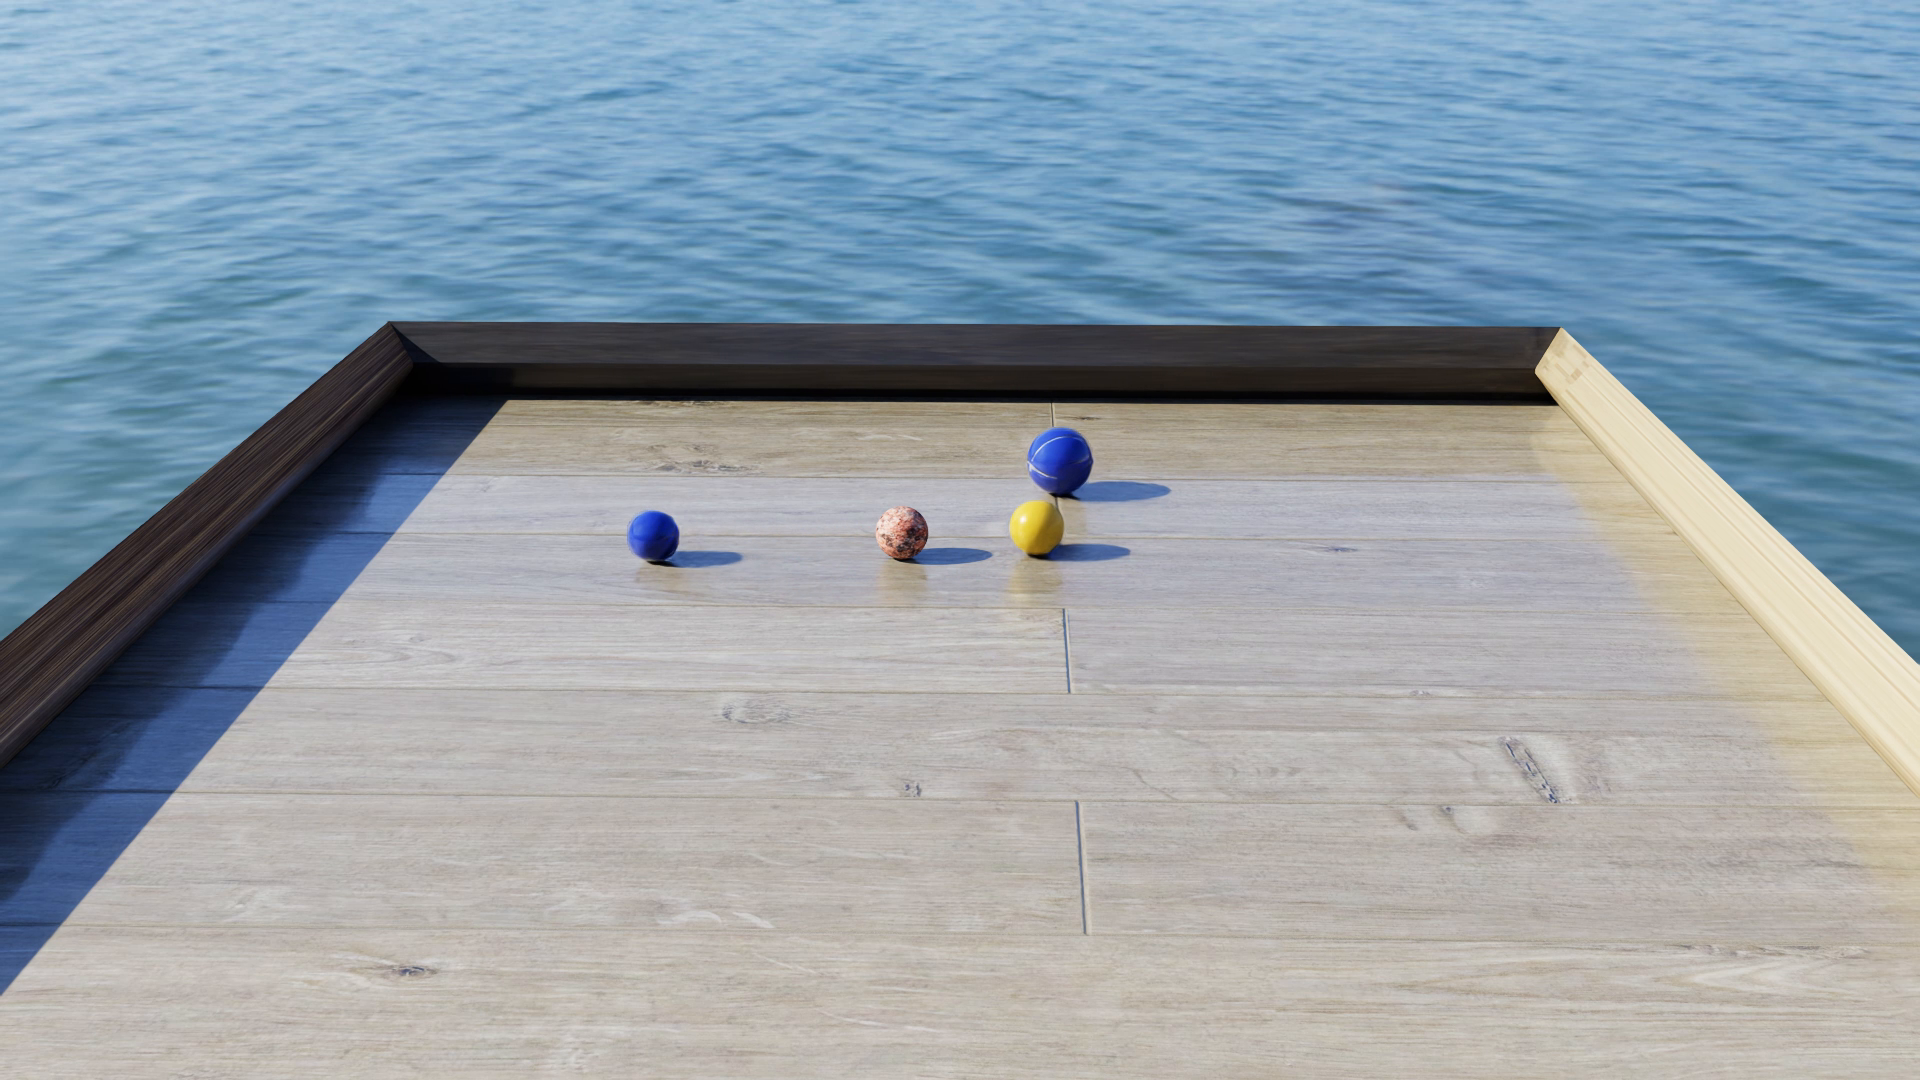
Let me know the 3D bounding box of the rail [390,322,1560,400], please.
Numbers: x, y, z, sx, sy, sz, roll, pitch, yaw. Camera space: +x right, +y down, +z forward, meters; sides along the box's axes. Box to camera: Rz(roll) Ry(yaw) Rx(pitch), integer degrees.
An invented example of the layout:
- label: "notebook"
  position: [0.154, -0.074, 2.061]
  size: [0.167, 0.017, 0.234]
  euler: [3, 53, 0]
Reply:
- label: "rail"
  position: [0.017, -0.263, 3.289]
  size: [1.760, 0.111, 0.045]
  euler: [0, 18, 1]

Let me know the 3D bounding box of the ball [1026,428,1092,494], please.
- label: "ball"
  position: [0.129, -0.102, 2.848]
  size: [0.086, 0.086, 0.086]
  euler: [0, 18, 0]

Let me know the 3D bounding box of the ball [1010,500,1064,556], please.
- label: "ball"
  position: [0.092, -0.014, 2.618]
  size: [0.066, 0.066, 0.066]
  euler: [0, 18, 0]

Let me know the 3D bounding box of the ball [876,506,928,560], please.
- label: "ball"
  position: [-0.069, -0.009, 2.606]
  size: [0.063, 0.063, 0.063]
  euler: [0, 18, 0]

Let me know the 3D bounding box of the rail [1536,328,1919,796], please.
- label: "rail"
  position: [0.838, 0.237, 1.788]
  size: [0.045, 0.111, 3.173]
  euler: [0, 18, 1]

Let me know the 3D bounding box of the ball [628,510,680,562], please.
- label: "ball"
  position: [-0.361, -0.005, 2.597]
  size: [0.061, 0.061, 0.061]
  euler: [0, 18, 0]

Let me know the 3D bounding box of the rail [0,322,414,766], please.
- label: "rail"
  position: [-0.874, 0.225, 1.825]
  size: [0.045, 0.111, 3.173]
  euler: [0, 18, 1]
